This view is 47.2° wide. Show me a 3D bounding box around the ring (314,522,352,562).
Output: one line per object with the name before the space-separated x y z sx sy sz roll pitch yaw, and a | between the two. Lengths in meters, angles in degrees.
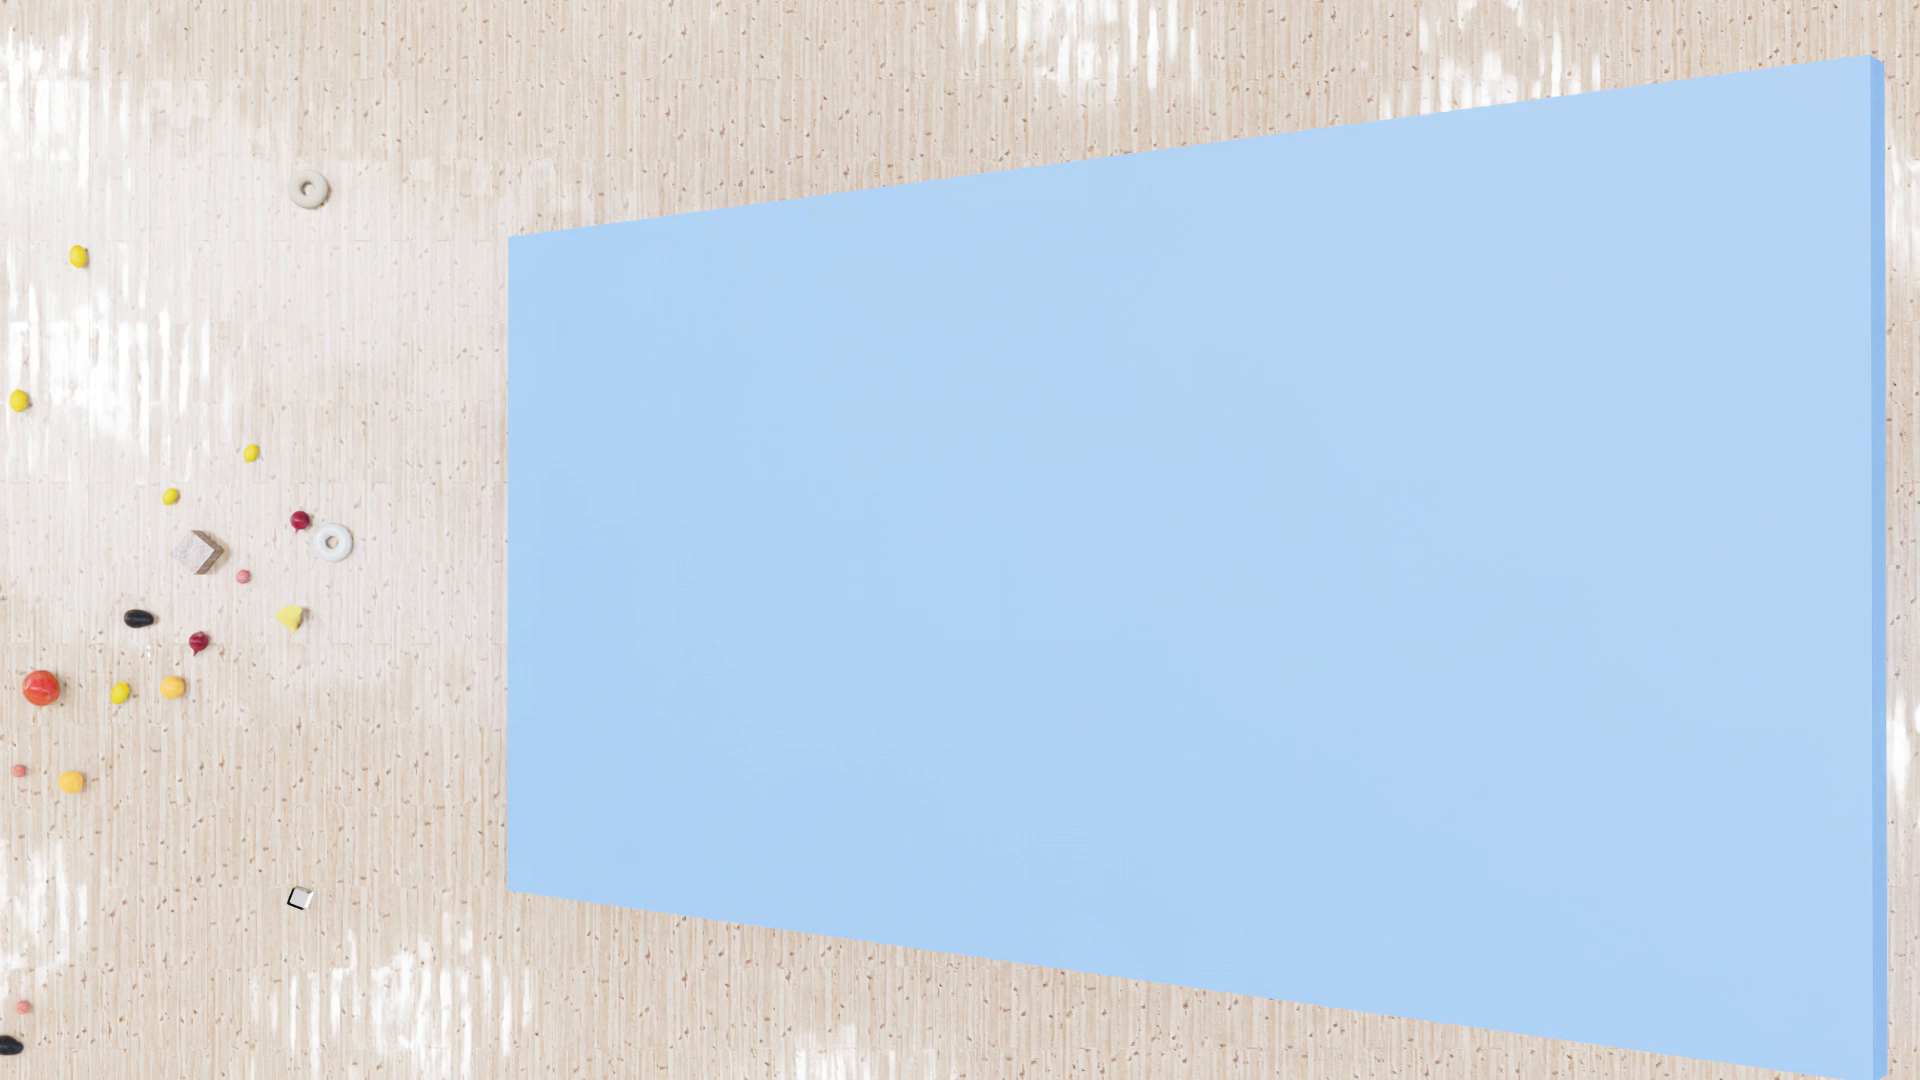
ring | -1.937 0.007 6.790 0.121 0.040 0.121 0 89 1

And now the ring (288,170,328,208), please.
ring | -2.016 -1.085 6.797 0.122 0.041 0.122 0 88 0

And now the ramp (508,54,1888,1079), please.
ramp | 0.224 0.064 5.541 4.000 0.100 2.000 0 90 38

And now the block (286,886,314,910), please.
block | -2.033 1.103 6.776 0.053 0.053 0.053 22 90 0

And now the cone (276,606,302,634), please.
cone | -2.061 0.257 6.790 0.080 0.080 0.080 -10 116 0

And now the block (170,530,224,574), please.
block | -2.345 0.038 6.761 0.098 0.098 0.098 40 90 0
